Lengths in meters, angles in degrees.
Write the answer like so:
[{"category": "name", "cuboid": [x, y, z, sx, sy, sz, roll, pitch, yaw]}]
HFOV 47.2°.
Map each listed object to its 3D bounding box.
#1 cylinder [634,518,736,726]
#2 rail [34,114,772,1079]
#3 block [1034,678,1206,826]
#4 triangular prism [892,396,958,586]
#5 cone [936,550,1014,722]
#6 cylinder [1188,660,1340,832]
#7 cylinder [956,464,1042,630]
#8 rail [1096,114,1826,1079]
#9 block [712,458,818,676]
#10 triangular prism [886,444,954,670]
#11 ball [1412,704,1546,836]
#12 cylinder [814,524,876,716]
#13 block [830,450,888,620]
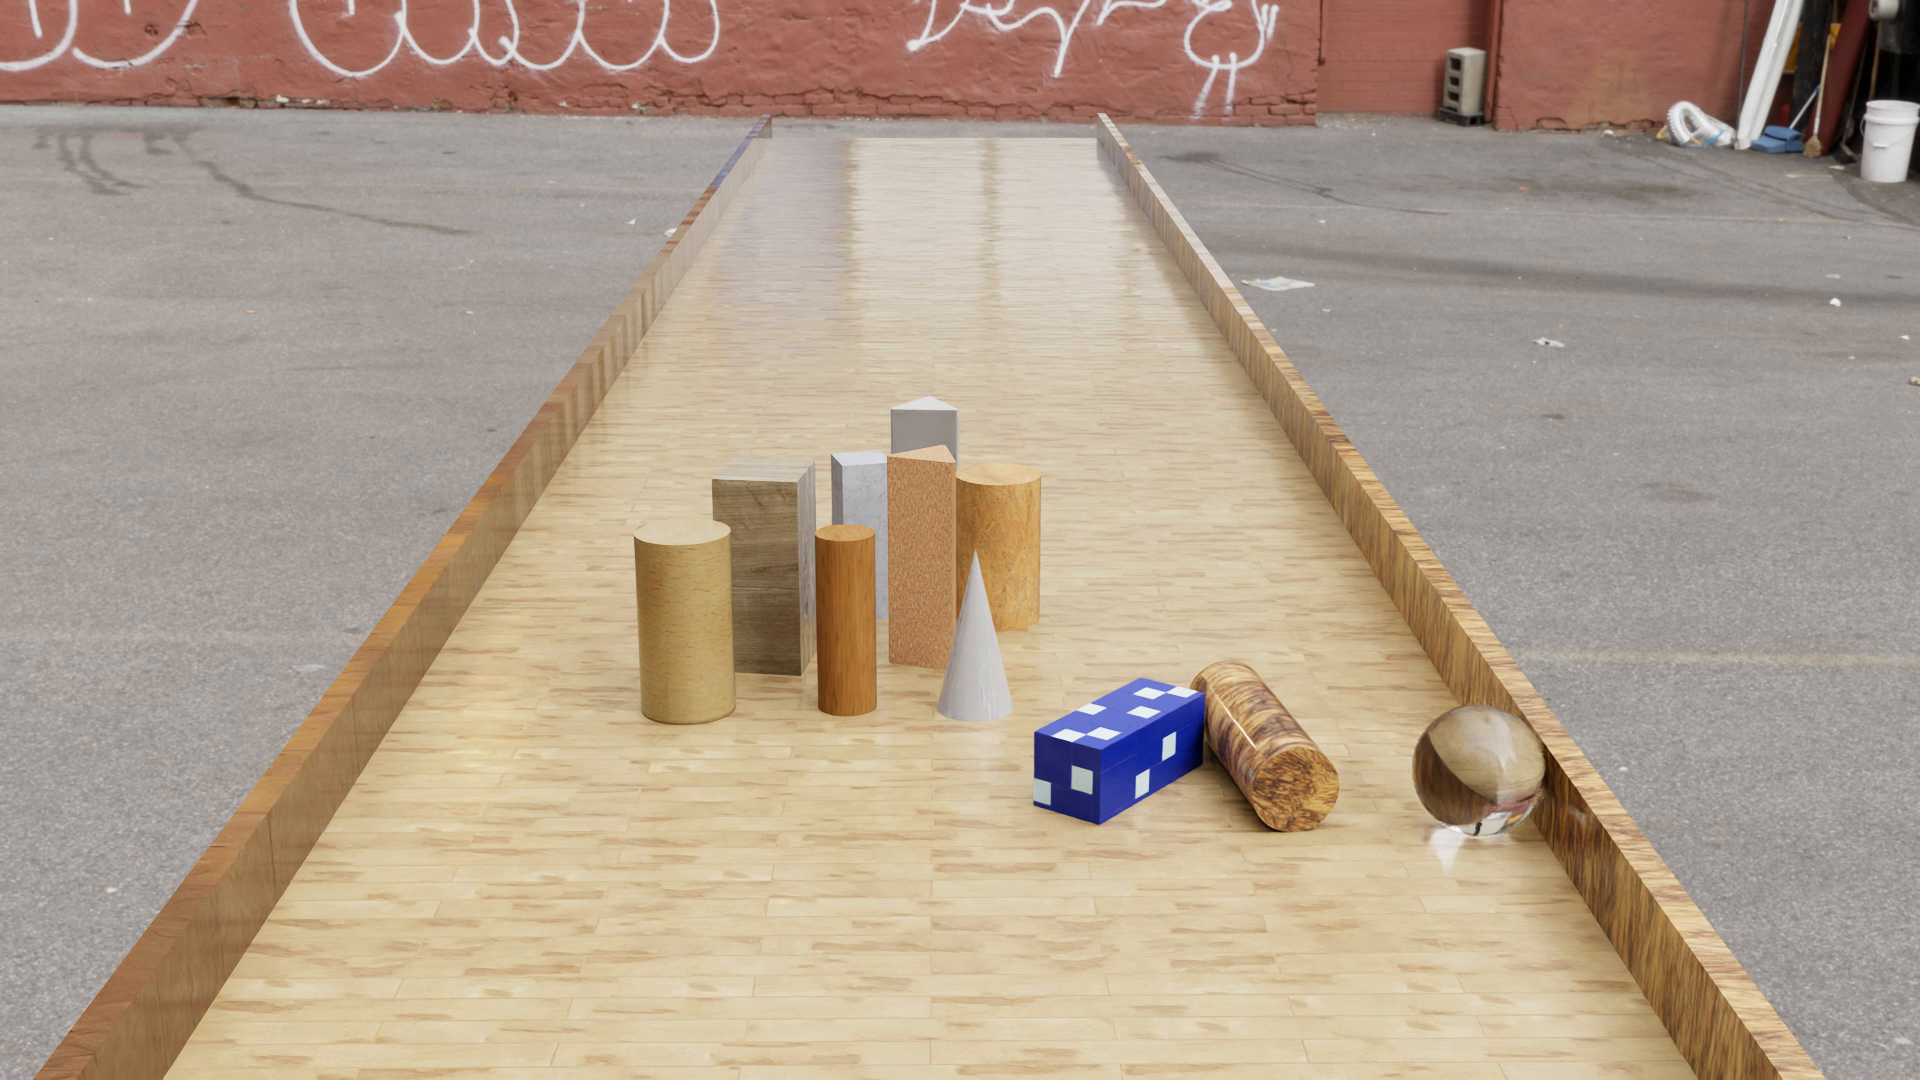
[{"category": "cylinder", "cuboid": [-0.513, 0.151, 4.108, 0.178, 0.348, 0.178, 0, 17, 0]}, {"category": "rail", "cuboid": [-1.118, -0.838, 7.780, 0.050, 0.150, 12.000, 0, 17, -1]}, {"category": "block", "cuboid": [0.277, 0.359, 3.785, 0.134, 0.134, 0.329, 12, 20, 35]}, {"category": "triangular prism", "cuboid": [-0.072, -0.109, 4.889, 0.146, 0.402, 0.126, 1, 17, 4]}, {"category": "cone", "cuboid": [0.029, 0.166, 4.115, 0.145, 0.316, 0.145, 0, 17, 0]}, {"category": "cylinder", "cuboid": [0.516, 0.349, 3.795, 0.148, 0.148, 0.429, -3, 17, -8]}, {"category": "cylinder", "cuboid": [0.079, 0.013, 4.631, 0.180, 0.315, 0.180, 0, 17, 0]}, {"category": "rail", "cuboid": [0.932, -0.844, 7.801, 0.050, 0.150, 12.000, 0, 17, -1]}, {"category": "block", "cuboid": [-0.383, 0.051, 4.362, 0.168, 0.395, 0.168, 2, 17, 8]}, {"category": "triangular prism", "cuboid": [-0.054, 0.032, 4.373, 0.141, 0.426, 0.122, 6, 18, 21]}, {"category": "ball", "cuboid": [0.846, 0.375, 3.588, 0.215, 0.215, 0.215, 0, 17, 0]}, {"category": "cylinder", "cuboid": [-0.213, 0.150, 4.121, 0.112, 0.342, 0.112, 0, 17, 0]}, {"category": "block", "cuboid": [-0.207, -0.008, 4.652, 0.106, 0.343, 0.106, -5, 17, -15]}]
